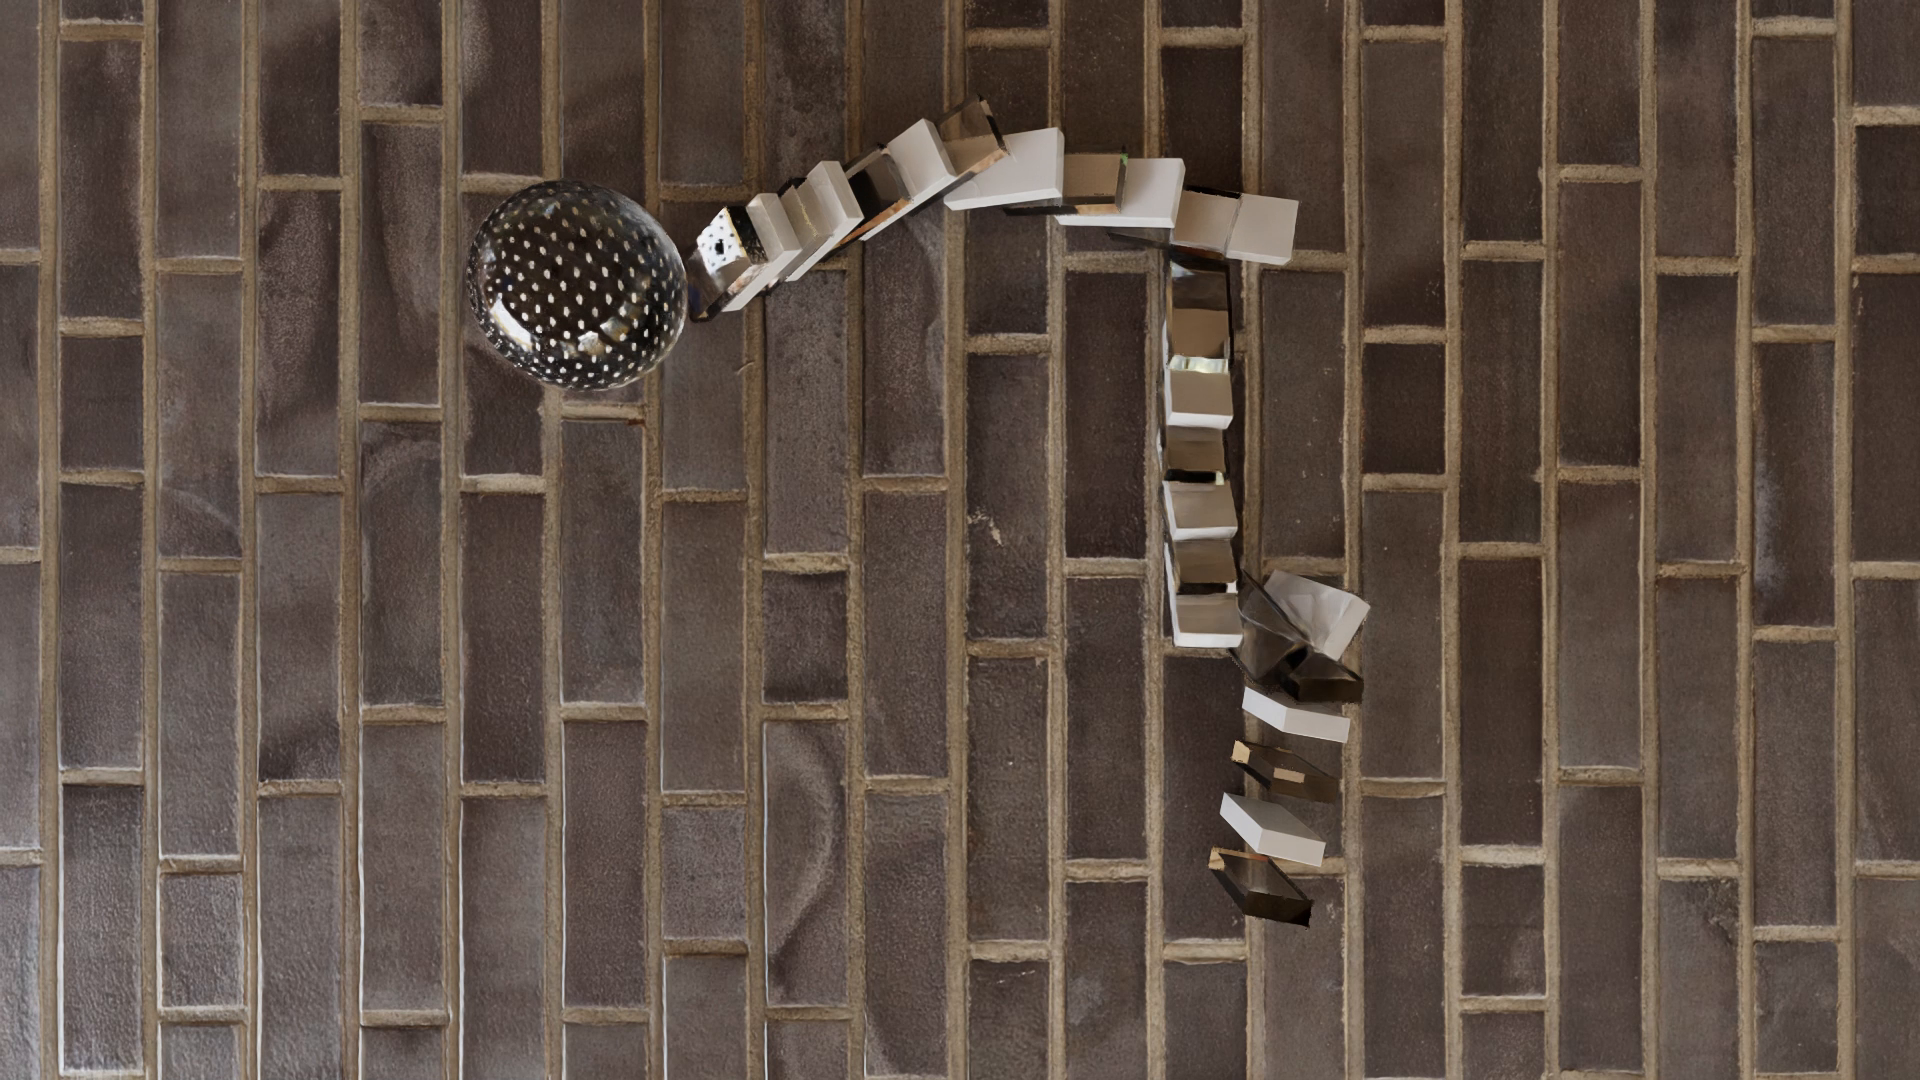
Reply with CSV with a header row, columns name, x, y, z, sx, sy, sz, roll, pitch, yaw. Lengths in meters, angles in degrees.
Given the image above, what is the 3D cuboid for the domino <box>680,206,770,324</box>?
name,x,y,z,sx,sy,sz,roll,pitch,yaw
domino,-0.101,-0.113,0.380,0.050,0.010,0.025,-25,90,43

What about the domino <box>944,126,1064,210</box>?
name,x,y,z,sx,sy,sz,roll,pitch,yaw
domino,0.018,-0.156,0.386,0.050,0.009,0.025,2,90,24

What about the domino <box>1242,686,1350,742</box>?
name,x,y,z,sx,sy,sz,roll,pitch,yaw
domino,0.136,0.071,0.375,0.025,0.050,0.010,10,90,0

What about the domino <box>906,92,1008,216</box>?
name,x,y,z,sx,sy,sz,roll,pitch,yaw
domino,-0.007,-0.161,0.384,0.050,0.010,0.025,-24,87,27

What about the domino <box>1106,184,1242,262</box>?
name,x,y,z,sx,sy,sz,roll,pitch,yaw
domino,0.090,-0.136,0.386,0.050,0.009,0.025,18,92,21

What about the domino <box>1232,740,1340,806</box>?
name,x,y,z,sx,sy,sz,roll,pitch,yaw
domino,0.132,0.094,0.375,0.025,0.050,0.010,12,90,0

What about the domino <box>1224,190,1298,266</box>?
name,x,y,z,sx,sy,sz,roll,pitch,yaw
domino,0.118,-0.136,0.395,0.050,0.009,0.025,8,90,0

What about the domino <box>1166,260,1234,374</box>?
name,x,y,z,sx,sy,sz,roll,pitch,yaw
domino,0.100,-0.094,0.385,0.025,0.009,0.050,5,65,0

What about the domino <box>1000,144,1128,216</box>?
name,x,y,z,sx,sy,sz,roll,pitch,yaw
domino,0.043,-0.151,0.385,0.050,0.009,0.025,7,89,24

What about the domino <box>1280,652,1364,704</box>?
name,x,y,z,sx,sy,sz,roll,pitch,yaw
domino,0.140,0.053,0.374,0.025,0.050,0.010,2,102,-3

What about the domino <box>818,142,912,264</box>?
name,x,y,z,sx,sy,sz,roll,pitch,yaw
domino,-0.047,-0.141,0.384,0.050,0.010,0.025,-25,90,27

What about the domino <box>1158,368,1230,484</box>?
name,x,y,z,sx,sy,sz,roll,pitch,yaw
domino,0.097,-0.048,0.385,0.025,0.009,0.050,3,63,0

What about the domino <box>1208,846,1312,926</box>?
name,x,y,z,sx,sy,sz,roll,pitch,yaw
domino,0.122,0.141,0.375,0.025,0.050,0.009,11,90,0

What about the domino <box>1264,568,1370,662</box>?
name,x,y,z,sx,sy,sz,roll,pitch,yaw
domino,0.141,0.030,0.375,0.009,0.050,0.025,32,90,-19

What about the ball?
name,x,y,z,sx,sy,sz,roll,pitch,yaw
ball,-0.148,-0.099,0.360,0.080,0.080,0.080,0,90,0

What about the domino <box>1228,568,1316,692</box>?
name,x,y,z,sx,sy,sz,roll,pitch,yaw
domino,0.119,0.035,0.374,0.009,0.050,0.025,29,110,-30

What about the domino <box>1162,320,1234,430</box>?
name,x,y,z,sx,sy,sz,roll,pitch,yaw
domino,0.099,-0.071,0.385,0.025,0.010,0.050,4,64,0

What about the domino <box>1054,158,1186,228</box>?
name,x,y,z,sx,sy,sz,roll,pitch,yaw
domino,0.067,-0.146,0.385,0.050,0.010,0.025,10,89,24

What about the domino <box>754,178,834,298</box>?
name,x,y,z,sx,sy,sz,roll,pitch,yaw
domino,-0.075,-0.124,0.380,0.050,0.010,0.025,-25,90,43

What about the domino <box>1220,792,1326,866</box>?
name,x,y,z,sx,sy,sz,roll,pitch,yaw
domino,0.127,0.117,0.375,0.025,0.050,0.009,13,90,0

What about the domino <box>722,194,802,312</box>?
name,x,y,z,sx,sy,sz,roll,pitch,yaw
domino,-0.088,-0.118,0.380,0.050,0.010,0.025,-25,90,43

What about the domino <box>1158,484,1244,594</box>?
name,x,y,z,sx,sy,sz,roll,pitch,yaw
domino,0.100,-0.002,0.383,0.025,0.009,0.050,-2,58,0

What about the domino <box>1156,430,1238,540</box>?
name,x,y,z,sx,sy,sz,roll,pitch,yaw
domino,0.099,-0.025,0.384,0.025,0.009,0.050,-2,62,0

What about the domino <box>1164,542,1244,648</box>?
name,x,y,z,sx,sy,sz,roll,pitch,yaw
domino,0.100,0.020,0.381,0.025,0.010,0.050,1,53,2

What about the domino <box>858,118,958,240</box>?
name,x,y,z,sx,sy,sz,roll,pitch,yaw
domino,-0.028,-0.150,0.384,0.050,0.009,0.025,-24,90,27

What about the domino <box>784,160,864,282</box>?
name,x,y,z,sx,sy,sz,roll,pitch,yaw
domino,-0.063,-0.131,0.380,0.050,0.010,0.025,-25,90,43
